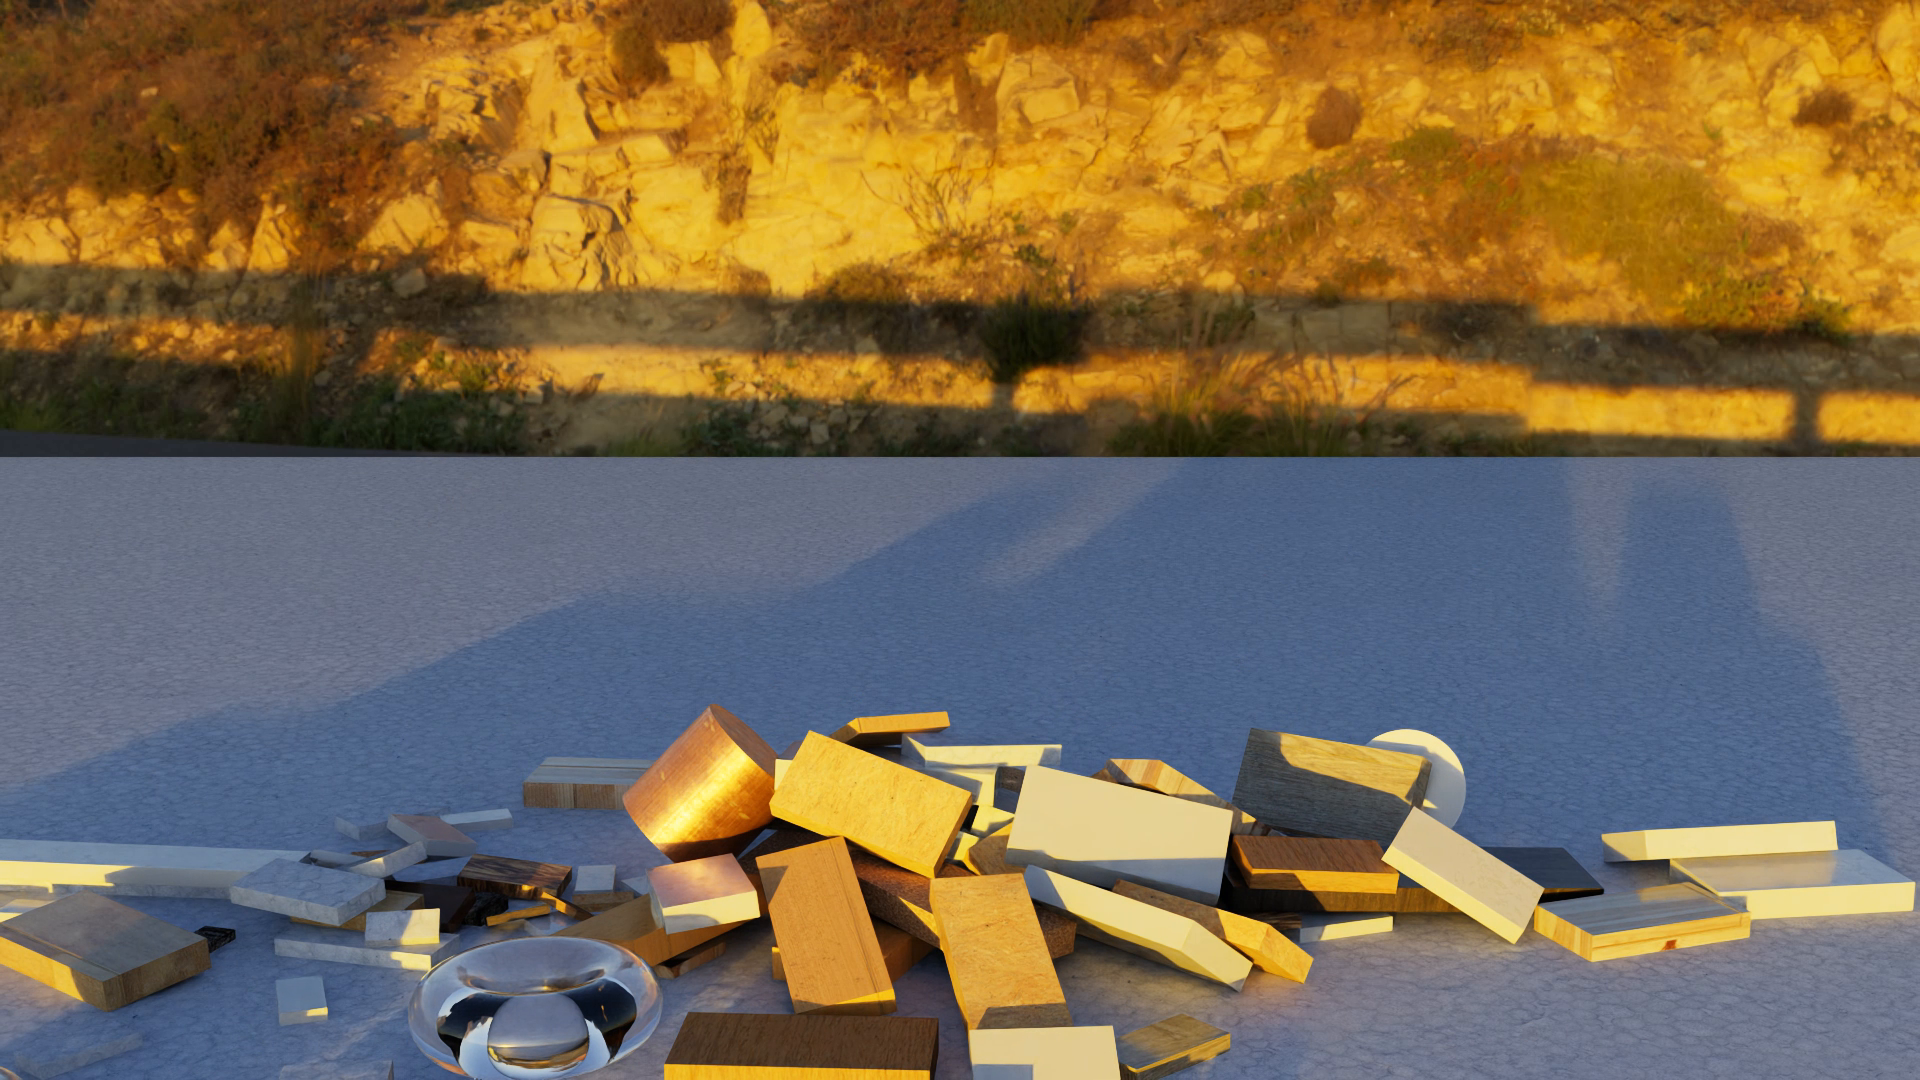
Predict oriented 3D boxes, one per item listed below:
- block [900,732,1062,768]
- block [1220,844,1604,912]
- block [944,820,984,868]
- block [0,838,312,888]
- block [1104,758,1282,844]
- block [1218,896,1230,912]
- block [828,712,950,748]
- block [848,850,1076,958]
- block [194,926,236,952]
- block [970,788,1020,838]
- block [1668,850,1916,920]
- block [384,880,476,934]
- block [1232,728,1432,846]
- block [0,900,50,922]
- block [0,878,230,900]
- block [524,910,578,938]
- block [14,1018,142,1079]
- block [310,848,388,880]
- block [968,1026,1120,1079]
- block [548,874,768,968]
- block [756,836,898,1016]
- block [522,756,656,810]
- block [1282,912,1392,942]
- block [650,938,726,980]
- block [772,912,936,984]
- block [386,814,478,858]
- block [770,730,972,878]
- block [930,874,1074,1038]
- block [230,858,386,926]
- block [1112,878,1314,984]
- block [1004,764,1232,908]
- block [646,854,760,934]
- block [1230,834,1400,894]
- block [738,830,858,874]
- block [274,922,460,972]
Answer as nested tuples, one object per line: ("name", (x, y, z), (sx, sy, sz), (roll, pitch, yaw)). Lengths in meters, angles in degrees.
("block", (0.035, 0.349, 3.671), (0.239, 0.034, 0.120), (1, 6, -21))
("block", (0.720, 0.550, 3.577), (0.634, 0.042, 0.149), (2, 18, -12))
("block", (0.008, 0.499, 3.630), (0.357, 0.051, 0.179), (19, 0, 3))
("block", (-1.410, 0.543, 3.693), (0.625, 0.031, 0.109), (1, 11, 7))
("block", (0.389, 0.450, 3.651), (0.298, 0.042, 0.149), (33, -19, -24))
("block", (0.475, 0.581, 3.582), (0.122, 0.017, 0.061), (-1, 45, -6))
("block", (-0.118, 0.321, 3.702), (0.184, 0.026, 0.092), (-1, -22, -37))
("block", (-0.024, 0.565, 3.410), (0.168, 0.048, 0.400), (-7, 18, -44))
("block", (-1.184, 0.629, 3.419), (0.055, 0.016, 0.110), (3, 11, 18))
("block", (0.194, 0.500, 3.668), (0.357, 0.051, 0.179), (19, 5, -2))
("block", (1.375, 0.570, 3.644), (0.340, 0.048, 0.170), (-2, 11, -8))
("block", (-0.881, 0.588, 3.521), (0.185, 0.026, 0.093), (2, 29, 16))
("block", (0.661, 0.449, 3.945), (0.340, 0.170, 0.048), (7, -16, 36))
("block", (-1.485, 0.602, 3.553), (0.125, 0.018, 0.063), (2, 11, 8))
("block", (-1.537, 0.567, 3.721), (0.840, 0.026, 0.092), (1, 11, 6))
("block", (-0.630, 0.618, 3.467), (0.066, 0.019, 0.131), (-7, 13, -34))
("block", (-1.212, 0.699, 3.025), (0.073, 0.021, 0.147), (8, 13, 38))
("block", (-1.027, 0.553, 3.700), (0.125, 0.063, 0.018), (5, 48, 23))
("block", (0.112, 0.694, 2.926), (0.194, 0.026, 0.092), (-1, 39, -4))
("block", (-0.455, 0.594, 3.439), (0.174, 0.049, 0.348), (-4, 7, 34))
("block", (-0.204, 0.582, 3.275), (0.141, 0.040, 0.415), (-13, 26, -8))
("block", (-0.444, 0.470, 4.185), (0.742, 0.048, 0.171), (1, 11, 5))
("block", (0.596, 0.608, 3.508), (0.165, 0.023, 0.082), (-4, 11, -19))
("block", (-0.425, 0.637, 3.366), (0.066, 0.019, 0.131), (6, 12, 31))
("block", (-0.133, 0.611, 3.422), (0.174, 0.049, 0.348), (4, 11, 22))
("block", (-0.936, 0.523, 3.896), (0.092, 0.026, 0.184), (10, 3, -37))
("block", (-0.141, 0.420, 3.500), (0.287, 0.041, 0.144), (19, 59, 15))
("block", (0.058, 0.610, 3.138), (0.139, 0.040, 0.376), (-2, 29, -11))
("block", (-1.030, 0.555, 3.472), (0.219, 0.031, 0.109), (6, 18, 25))
("block", (0.378, 0.592, 3.336), (0.287, 0.041, 0.144), (10, -22, 43))
("block", (0.253, 0.471, 3.487), (0.337, 0.048, 0.168), (13, 46, 5))
("block", (-0.401, 0.545, 3.404), (0.141, 0.040, 0.282), (-9, 6, -13))
("block", (0.564, 0.516, 3.504), (0.239, 0.034, 0.120), (3, 18, -9))
("block", (-0.245, 0.541, 3.803), (0.171, 0.048, 0.341), (4, 11, 18))
("block", (-0.917, 0.626, 3.402), (0.267, 0.026, 0.093), (3, 11, 15))
